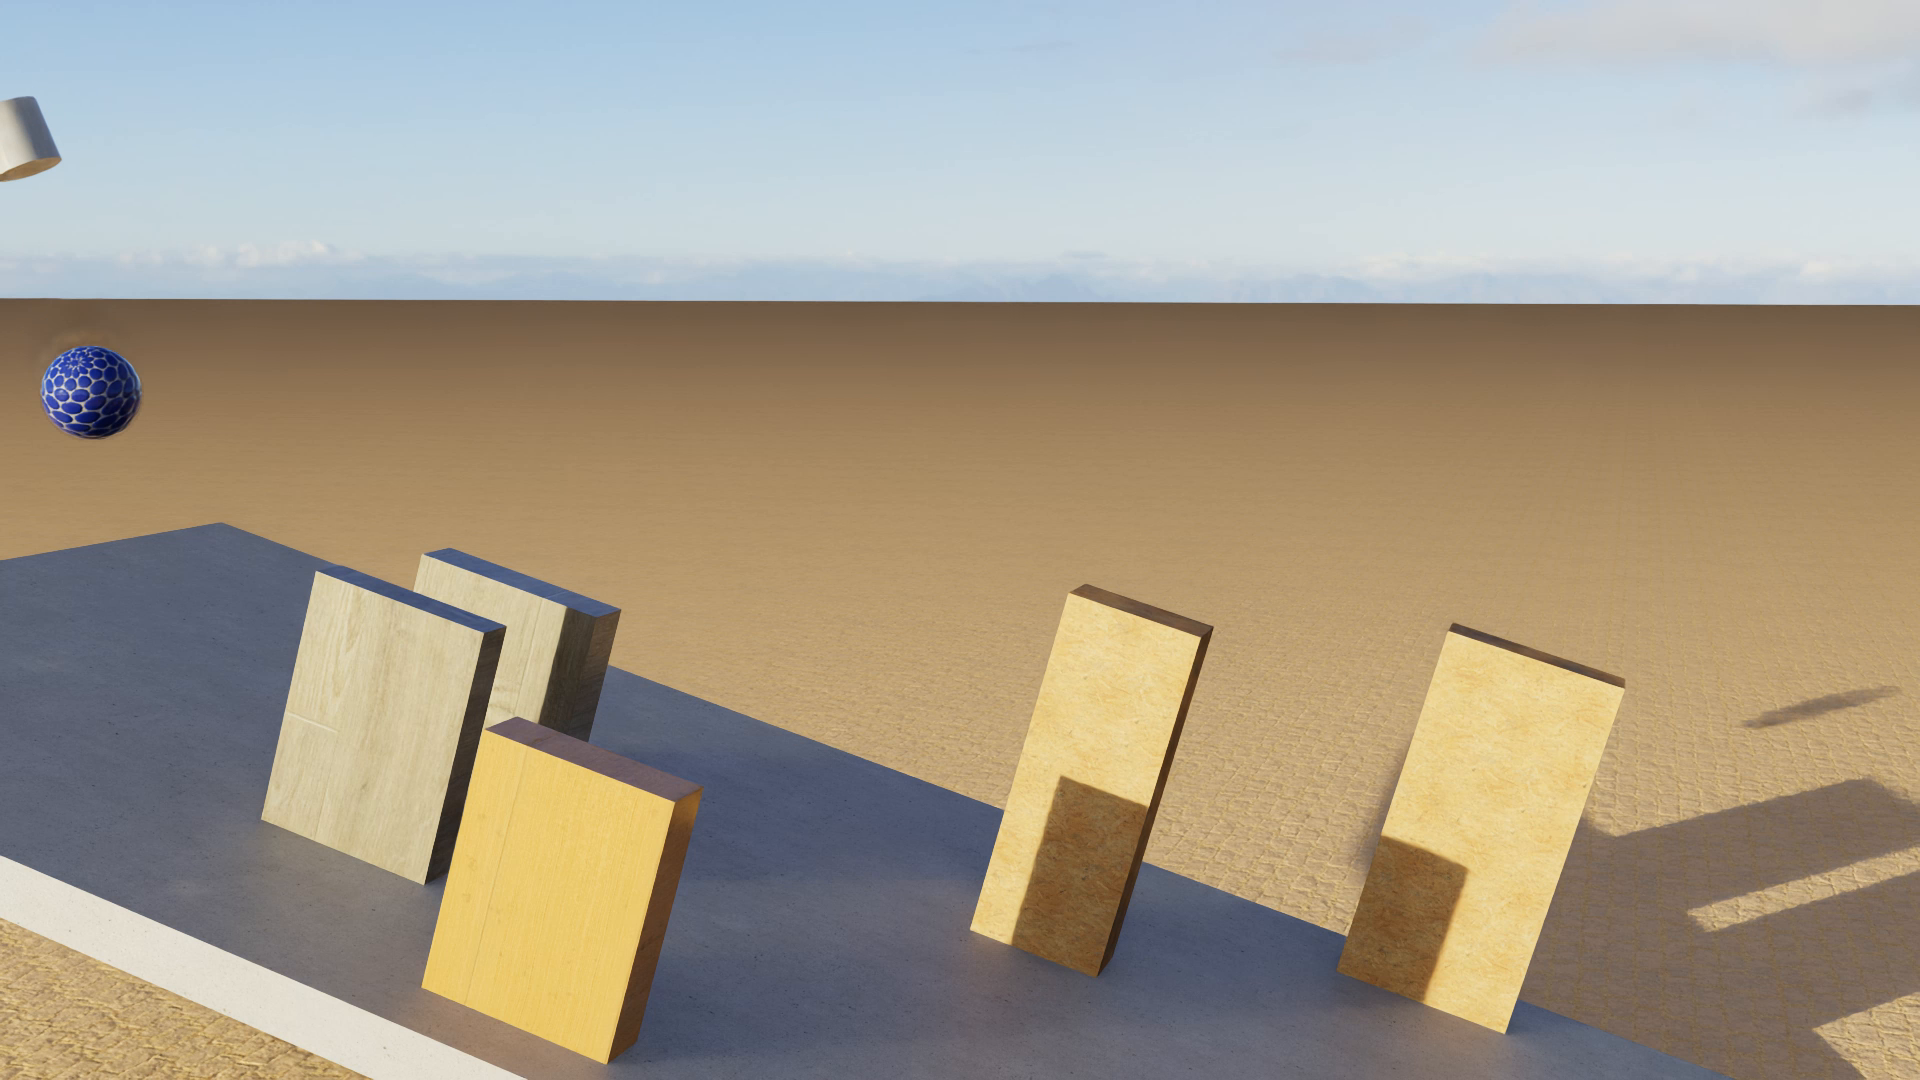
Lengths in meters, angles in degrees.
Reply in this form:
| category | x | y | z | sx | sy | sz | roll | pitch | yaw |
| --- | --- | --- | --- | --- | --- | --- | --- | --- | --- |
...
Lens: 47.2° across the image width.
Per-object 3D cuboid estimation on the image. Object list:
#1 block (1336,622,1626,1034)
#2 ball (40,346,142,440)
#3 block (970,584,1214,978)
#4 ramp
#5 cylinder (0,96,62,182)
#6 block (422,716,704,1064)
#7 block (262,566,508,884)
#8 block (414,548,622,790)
| category | x | y | z | sx | sy | sz | roll | pitch | yaw |
| --- | --- | --- | --- | --- | --- | --- | --- | --- | --- |
| block | 1.091 | 0.603 | 4.624 | 0.367 | 0.774 | 0.122 | 19 | 12 | 14 |
| ball | -1.853 | -0.314 | 4.694 | 0.202 | 0.202 | 0.202 | 0 | 7 | 0 |
| block | 0.257 | 0.469 | 4.307 | 0.267 | 0.708 | 0.137 | 19 | 12 | 14 |
| ramp | -0.376 | 0.733 | 4.239 | 4.000 | 0.100 | 2.000 | 19 | 12 | 14 |
| cylinder | -2.024 | -0.861 | 4.719 | 0.138 | 0.138 | 0.138 | -22 | 5 | 2 |
| block | -0.623 | 0.544 | 3.439 | 0.333 | 0.439 | 0.107 | 19 | 12 | 14 |
| block | -1.019 | 0.324 | 3.881 | 0.339 | 0.471 | 0.081 | 19 | 12 | 14 |
| block | -0.914 | 0.283 | 4.343 | 0.390 | 0.426 | 0.108 | 19 | 12 | 14 |
